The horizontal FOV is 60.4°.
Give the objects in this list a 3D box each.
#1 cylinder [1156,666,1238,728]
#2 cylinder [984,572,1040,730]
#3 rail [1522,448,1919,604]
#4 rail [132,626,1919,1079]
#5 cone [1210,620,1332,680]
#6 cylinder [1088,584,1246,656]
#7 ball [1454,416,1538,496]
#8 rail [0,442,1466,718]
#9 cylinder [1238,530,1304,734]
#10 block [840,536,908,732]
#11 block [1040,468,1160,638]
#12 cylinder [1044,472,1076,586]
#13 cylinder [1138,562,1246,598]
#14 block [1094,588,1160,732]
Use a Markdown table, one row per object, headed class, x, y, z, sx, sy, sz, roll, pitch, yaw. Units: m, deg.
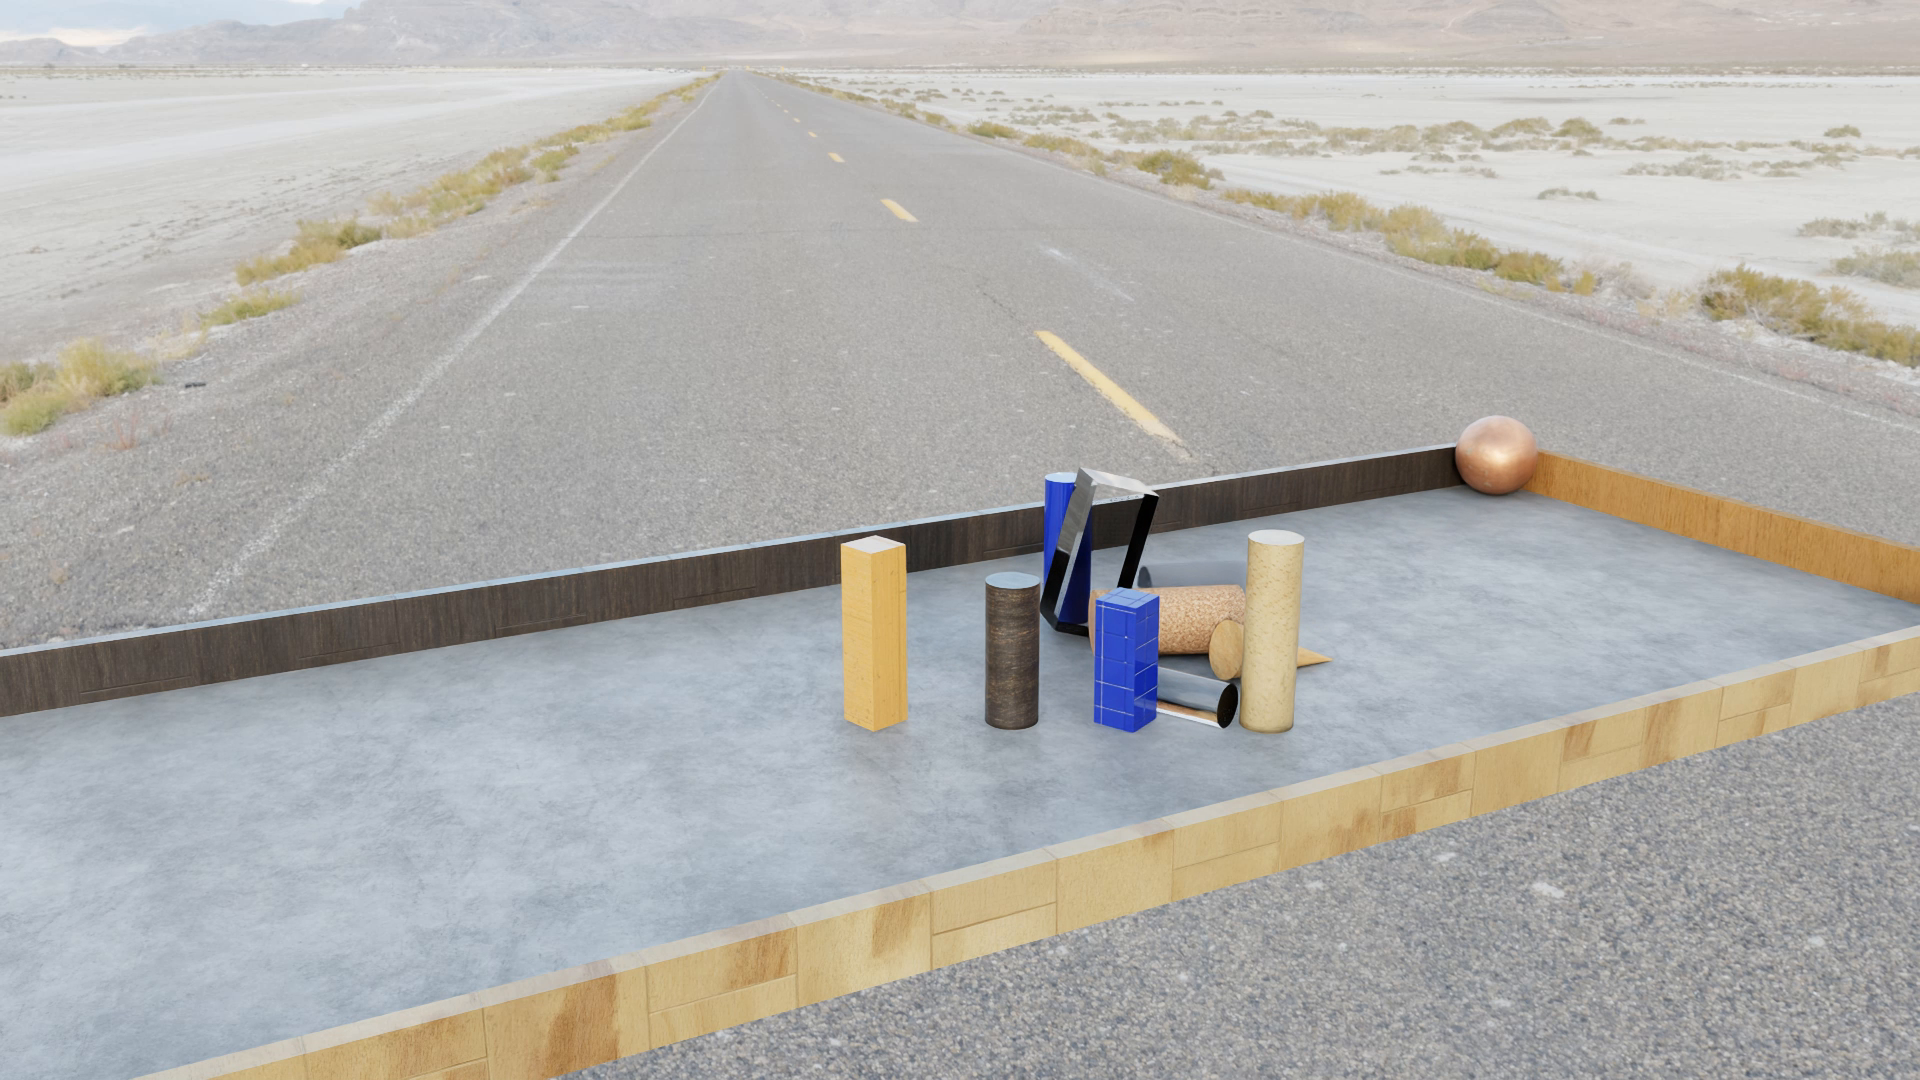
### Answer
| class | x | y | z | sx | sy | sz | roll | pitch | yaw |
| --- | --- | --- | --- | --- | --- | --- | --- | --- | --- |
| cylinder | 0.502 | 0.362 | 3.935 | 0.304 | 0.107 | 0.107 | 12 | 20 | 35 |
| cylinder | 0.122 | 0.259 | 3.859 | 0.127 | 0.347 | 0.127 | 0 | 16 | 0 |
| rail | 2.466 | -0.048 | 5.253 | 0.050 | 0.150 | 2.100 | -9 | 18 | -27 |
| rail | -2.336 | 1.006 | 1.665 | 12.000 | 0.150 | 0.050 | -9 | 18 | -27 |
| cone | 0.823 | 0.294 | 4.221 | 0.340 | 0.151 | 0.151 | 7 | 12 | -25 |
| cylinder | 0.542 | 0.213 | 4.317 | 0.384 | 0.178 | 0.178 | -2 | 17 | -7 |
| ball | 1.912 | -0.303 | 5.880 | 0.284 | 0.284 | 0.284 | 0 | 16 | 0 |
| rail | -3.305 | 0.497 | 3.399 | 12.000 | 0.150 | 0.050 | -9 | 18 | -27 |
| cylinder | 0.721 | 0.213 | 3.820 | 0.126 | 0.457 | 0.126 | 0 | 16 | 0 |
| block | -0.199 | 0.217 | 3.849 | 0.106 | 0.432 | 0.106 | -15 | 22 | -42 |
| block | 0.369 | 0.039 | 4.432 | 0.175 | 0.414 | 0.175 | 12 | 13 | -15 |
| cylinder | 0.292 | 0.013 | 4.621 | 0.113 | 0.389 | 0.113 | 0 | 16 | 0 |
| cylinder | 0.677 | 0.142 | 4.599 | 0.332 | 0.154 | 0.154 | -3 | 17 | -10 |
| block | 0.389 | 0.279 | 3.856 | 0.108 | 0.307 | 0.108 | 12 | 21 | 35 |
